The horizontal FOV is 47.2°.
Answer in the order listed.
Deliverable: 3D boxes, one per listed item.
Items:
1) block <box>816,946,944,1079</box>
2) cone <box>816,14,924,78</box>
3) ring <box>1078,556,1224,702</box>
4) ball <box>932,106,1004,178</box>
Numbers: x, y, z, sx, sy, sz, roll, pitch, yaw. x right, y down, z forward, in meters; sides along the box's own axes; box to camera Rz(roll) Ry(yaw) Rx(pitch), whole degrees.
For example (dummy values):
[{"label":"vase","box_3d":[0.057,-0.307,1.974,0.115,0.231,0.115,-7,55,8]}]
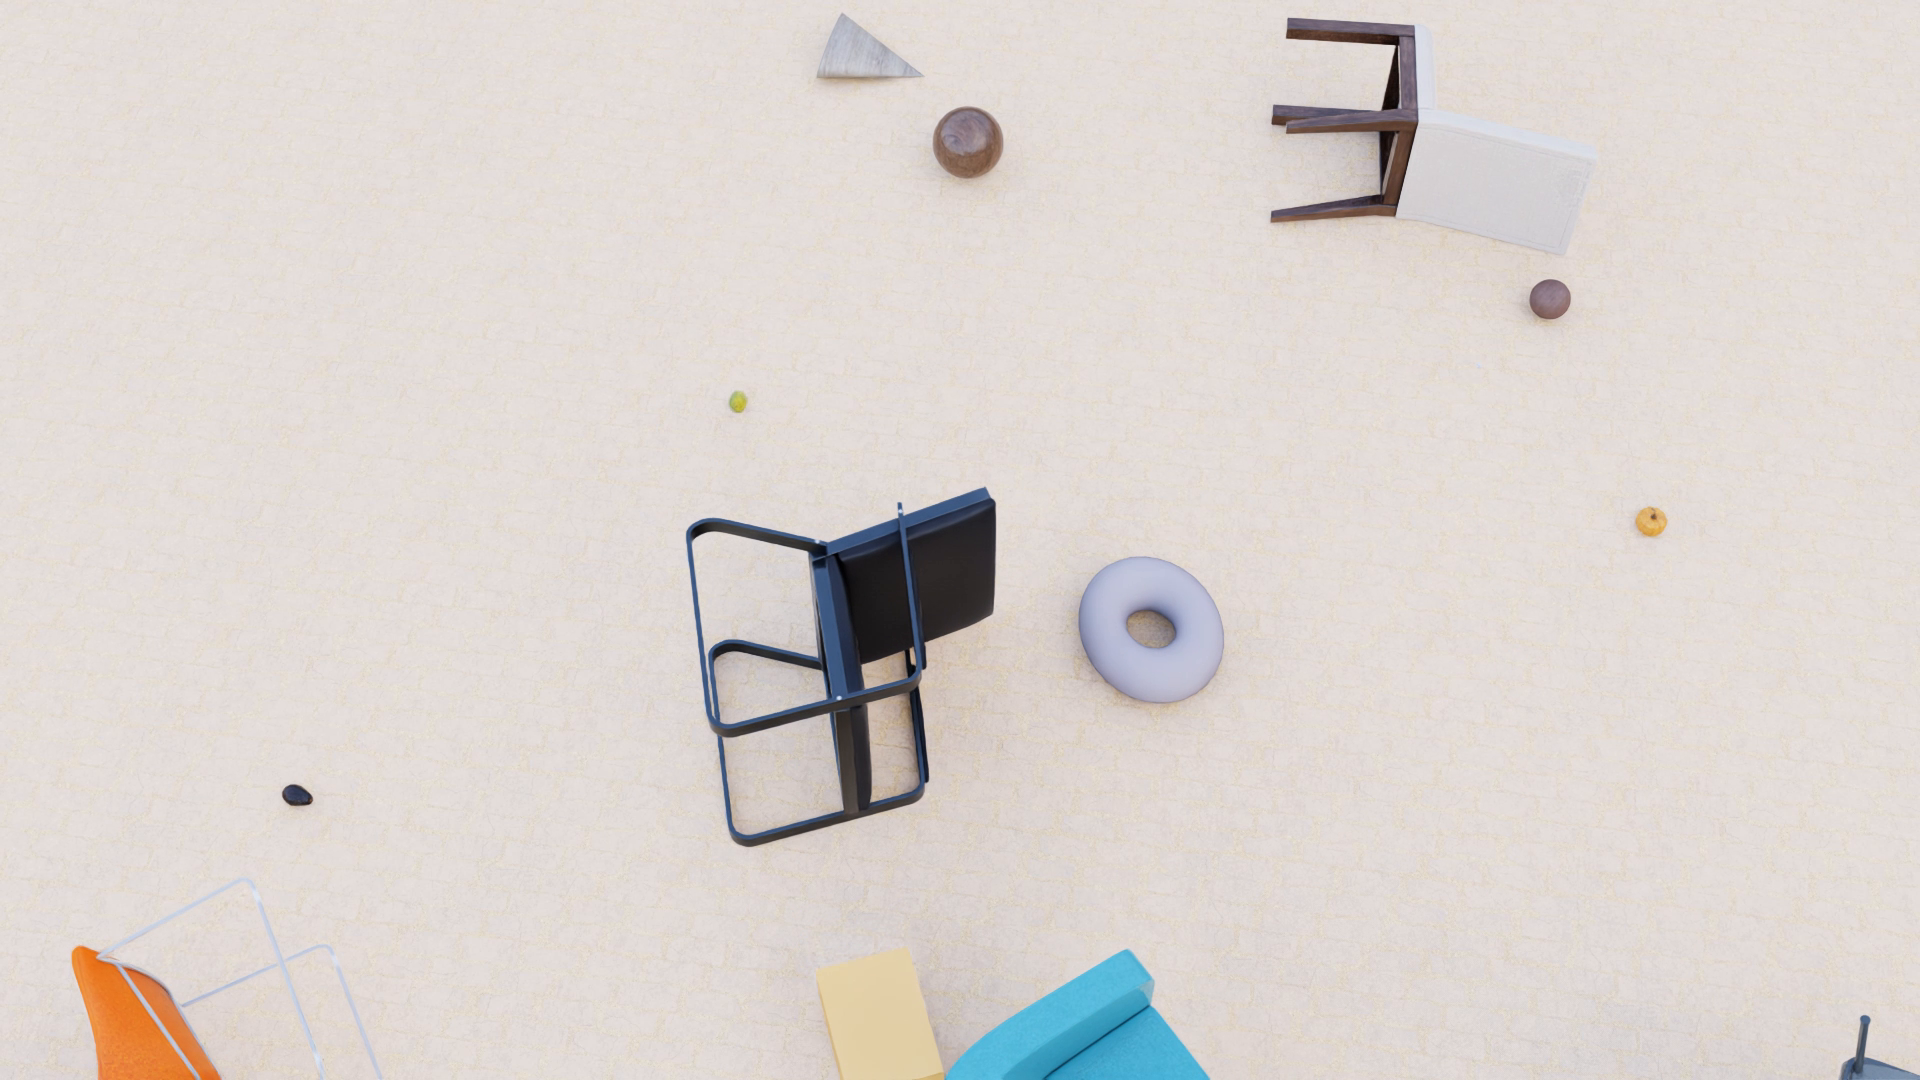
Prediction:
[{"label":"block","box_3d":[-0.206,1.260,5.630,0.245,0.164,0.350,-13,57,-9]},{"label":"cone","box_3d":[-0.287,-1.667,7.654,0.351,0.131,0.315,18,56,-1]},{"label":"ring","box_3d":[0.548,0.255,6.307,0.404,0.163,0.478,-19,58,-11]},{"label":"ball","box_3d":[0.028,-1.323,7.317,0.240,0.240,0.240,0,56,0]}]
